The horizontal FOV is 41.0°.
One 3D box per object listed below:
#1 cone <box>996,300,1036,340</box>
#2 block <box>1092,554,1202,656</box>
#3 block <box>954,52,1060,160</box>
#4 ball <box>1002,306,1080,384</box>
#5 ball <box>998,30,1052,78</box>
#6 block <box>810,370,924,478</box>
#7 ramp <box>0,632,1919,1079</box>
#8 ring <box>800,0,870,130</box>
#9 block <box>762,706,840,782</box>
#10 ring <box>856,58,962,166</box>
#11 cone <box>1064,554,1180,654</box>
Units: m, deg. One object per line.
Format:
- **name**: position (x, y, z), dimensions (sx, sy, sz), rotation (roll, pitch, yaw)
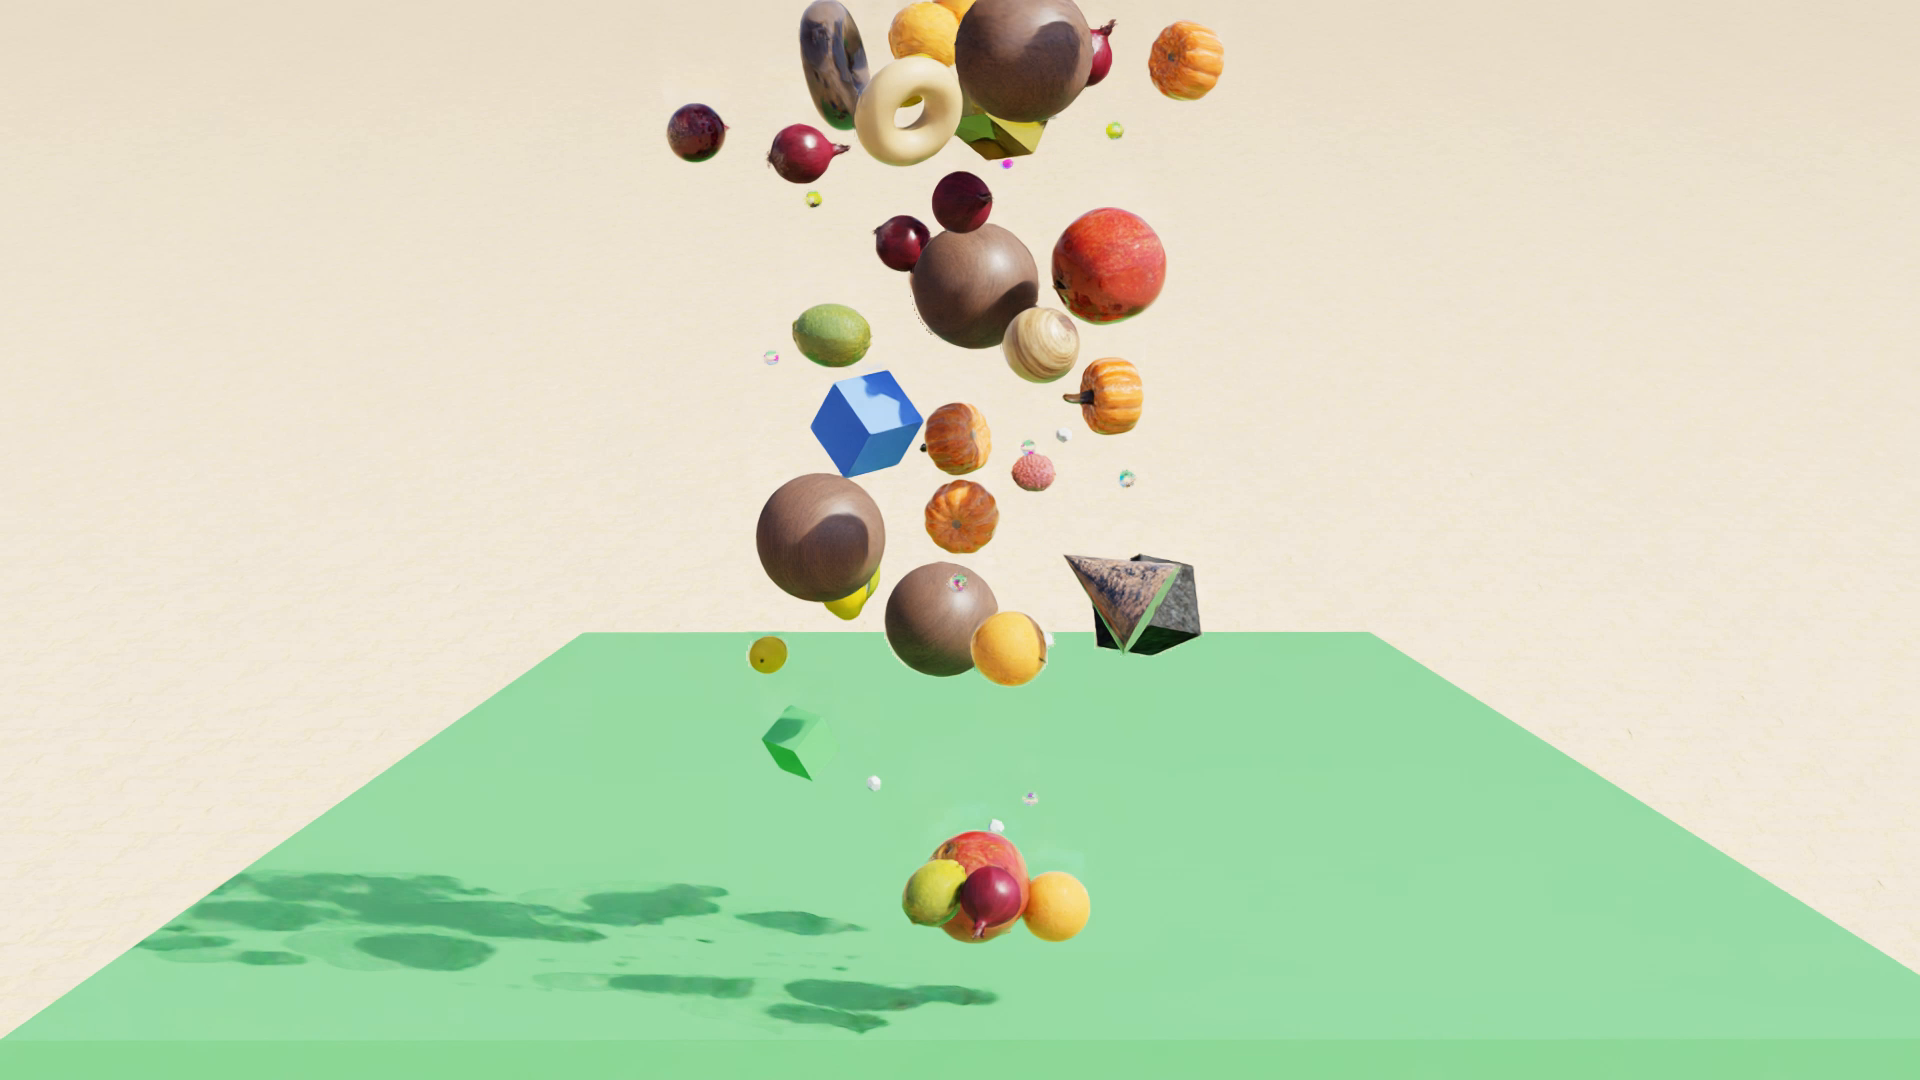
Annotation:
- **cone**: position (0.062, -0.230, 2.718), dimensions (0.052, 0.052, 0.052), rotation (-2, 9, -5)
- **block**: position (0.199, 0.070, 2.753), dimensions (0.079, 0.079, 0.079), rotation (12, -26, -38)
- **block**: position (0.039, -0.428, 2.541), dimensions (0.071, 0.071, 0.071), rotation (34, -20, -35)
- **ball**: position (0.074, -0.177, 2.331), dimensions (0.070, 0.070, 0.070), rotation (0, 20, 0)
- **ball**: position (0.065, -0.482, 2.565), dimensions (0.054, 0.054, 0.054), rotation (0, 20, 0)
- **block**: position (-0.096, -0.119, 2.631), dimensions (0.071, 0.071, 0.071), rotation (-17, 62, -39)
- **ramp**: position (0.046, 0.414, 4.536), dimensions (2.000, 0.100, 4.000), rotation (0, 4, 0)
- **ring**: position (-0.131, -0.502, 2.715), dimensions (0.047, 0.141, 0.141), rotation (-10, 17, 13)
- **block**: position (-0.180, 0.231, 2.918), dimensions (0.053, 0.053, 0.053), rotation (15, 55, 40)
- **ring**: position (-0.045, -0.378, 2.267), dimensions (0.103, 0.103, 0.034), rotation (-11, 39, -28)
- **cone**: position (0.138, 0.039, 2.411), dimensions (0.099, 0.099, 0.099), rotation (32, 27, 9)
